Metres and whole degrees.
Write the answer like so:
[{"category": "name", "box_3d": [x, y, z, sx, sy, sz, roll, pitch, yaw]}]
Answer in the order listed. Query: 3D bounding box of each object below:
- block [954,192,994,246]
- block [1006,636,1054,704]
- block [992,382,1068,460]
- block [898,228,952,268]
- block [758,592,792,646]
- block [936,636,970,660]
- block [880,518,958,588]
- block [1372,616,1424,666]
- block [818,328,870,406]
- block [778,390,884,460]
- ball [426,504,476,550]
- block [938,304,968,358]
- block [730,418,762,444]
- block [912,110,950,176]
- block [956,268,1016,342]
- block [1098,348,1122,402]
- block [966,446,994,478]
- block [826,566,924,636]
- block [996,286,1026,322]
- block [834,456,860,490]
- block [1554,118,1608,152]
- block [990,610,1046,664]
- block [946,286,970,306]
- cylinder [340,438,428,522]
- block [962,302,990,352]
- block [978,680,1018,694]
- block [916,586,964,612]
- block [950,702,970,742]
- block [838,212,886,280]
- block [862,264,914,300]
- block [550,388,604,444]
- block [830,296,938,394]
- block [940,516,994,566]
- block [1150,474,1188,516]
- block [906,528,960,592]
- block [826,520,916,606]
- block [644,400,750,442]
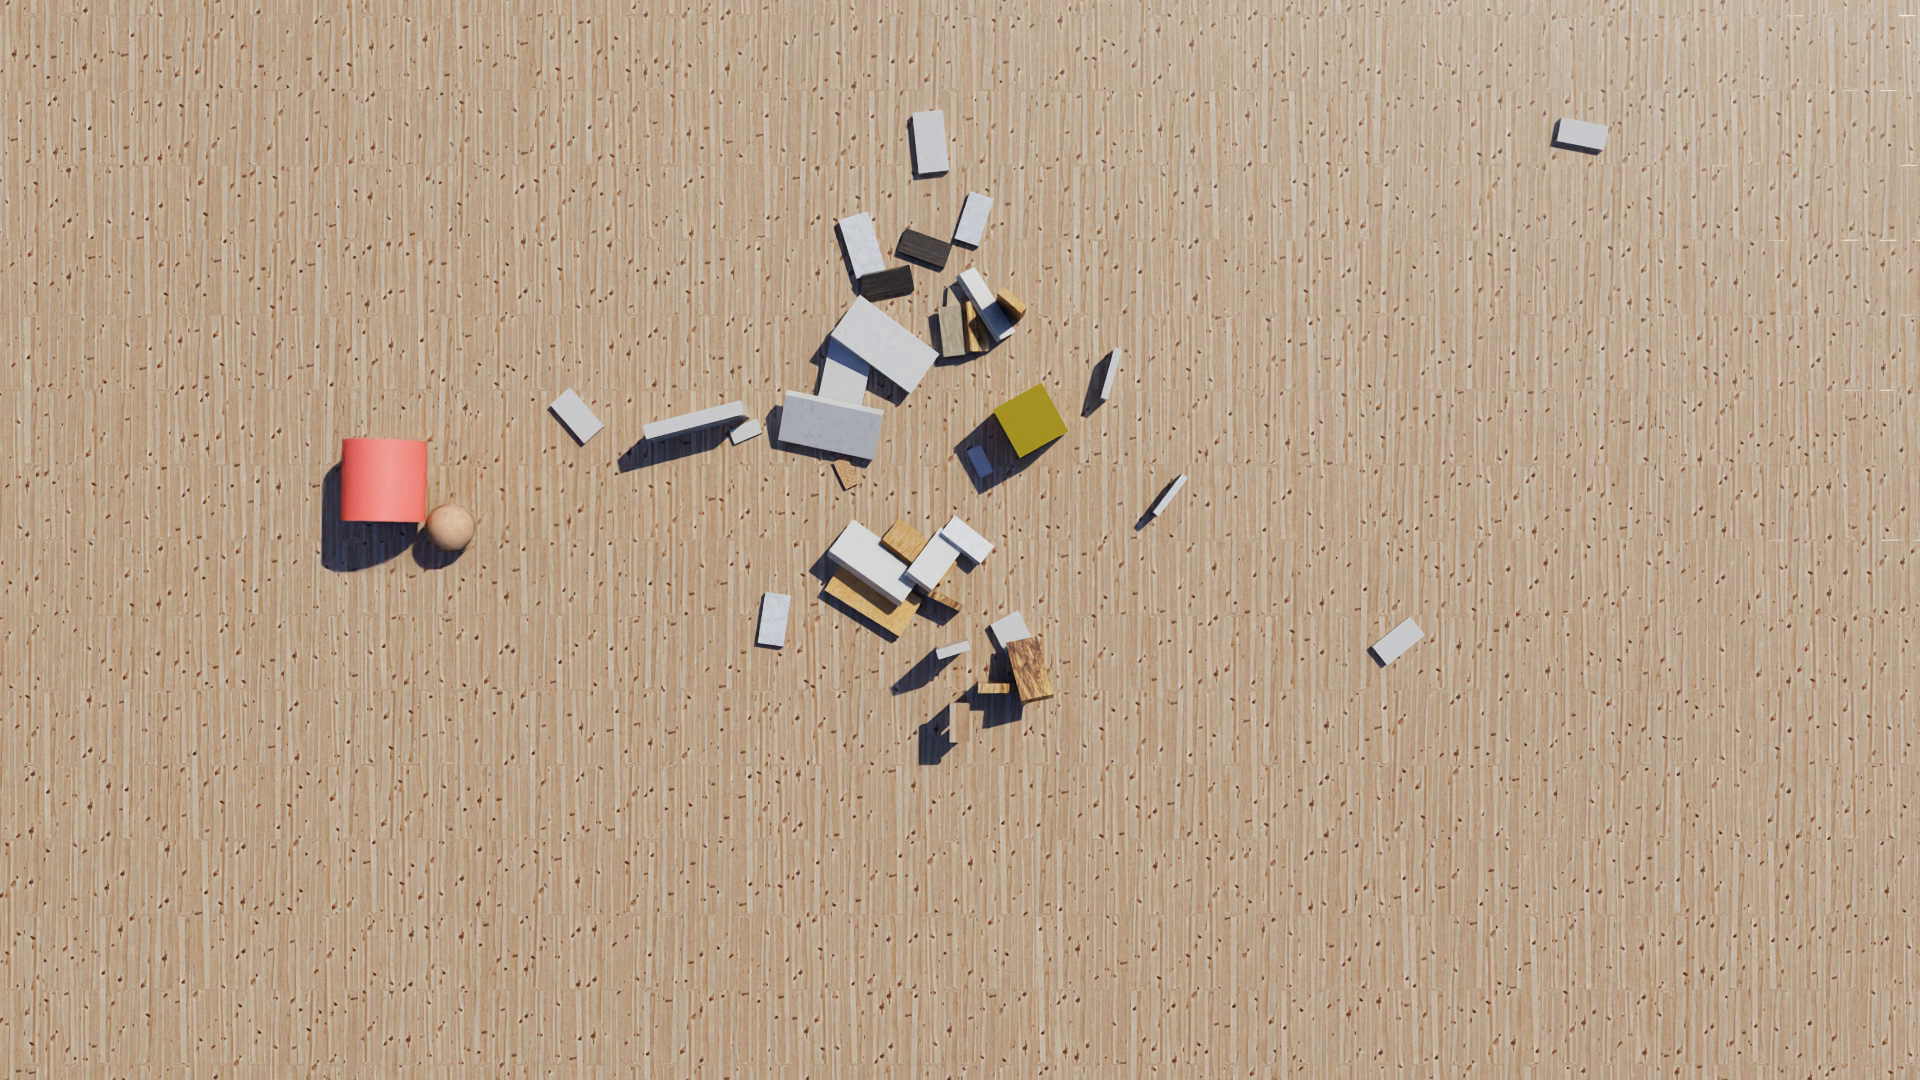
[{"category": "block", "box_3d": [0.047, -1.067, 5.488, 0.082, 0.023, 0.165, 18, 90, 0]}, {"category": "block", "box_3d": [0.227, 0.426, 5.400, 0.108, 0.030, 0.215, -11, 60, -6]}, {"category": "block", "box_3d": [0.228, -0.386, 5.411, 0.179, 0.179, 0.179, -29, 90, 0]}, {"category": "block", "box_3d": [-0.116, -0.971, 5.488, 0.164, 0.023, 0.082, 20, 90, 0]}, {"category": "block", "box_3d": [-0.616, 0.263, 5.488, 0.086, 0.024, 0.171, 8, 90, 0]}, {"category": "block", "box_3d": [-0.021, 0.353, 5.392, 0.108, 0.215, 0.030, -17, 90, 0]}, {"category": "block", "box_3d": [-0.136, 0.042, 5.461, 0.243, 0.029, 0.104, 38, 60, 0]}, {"category": "block", "box_3d": [1.457, 0.335, 5.489, 0.159, 0.023, 0.080, -39, 90, 0]}, {"category": "block", "box_3d": [-0.379, -0.546, 5.479, 0.147, 0.042, 0.293, 12, 90, 0]}, {"category": "block", "box_3d": [-0.425, -0.379, 5.445, 0.325, 0.046, 0.162, 12, 115, 0]}, {"category": "ball", "box_3d": [-1.675, -0.042, 5.422, 0.156, 0.156, 0.156, 0, 90, 0]}, {"category": "block", "box_3d": [-0.022, -0.692, 5.465, 0.082, 0.023, 0.165, -7, 90, 0]}, {"category": "block", "box_3d": [-0.713, -0.362, 5.493, 0.100, 0.014, 0.050, -23, 90, 0]}, {"category": "block", "box_3d": [-0.097, -1.322, 5.486, 0.101, 0.029, 0.202, -6, 90, 0]}, {"category": "block", "box_3d": [0.085, -0.779, 5.463, 0.082, 0.023, 0.254, -32, 90, -44]}, {"category": "block", "box_3d": [0.497, -0.547, 5.457, 0.024, 0.086, 0.171, 15, 90, 0]}, {"category": "block", "box_3d": [0.067, -0.262, 5.493, 0.050, 0.014, 0.100, -26, 90, 0]}, {"category": "block", "box_3d": [-0.285, 0.181, 5.479, 0.293, 0.042, 0.147, 32, 90, 0]}, {"category": "block", "box_3d": [0.168, -0.772, 5.399, 0.101, 0.202, 0.029, 40, 90, 0]}, {"category": "block", "box_3d": [-0.379, -0.224, 5.493, 0.050, 0.014, 0.100, -25, 90, 0]}, {"category": "block", "box_3d": [2.069, -1.349, 5.489, 0.159, 0.023, 0.080, 11, 90, 0]}, {"category": "block", "box_3d": [0.194, 0.349, 5.485, 0.104, 0.029, 0.207, -27, 90, 0]}, {"category": "block", "box_3d": [-0.004, -0.761, 5.488, 0.082, 0.023, 0.165, 4, 90, 0]}, {"category": "cylinder", "box_3d": [-1.873, -0.192, 5.370, 0.261, 0.261, 0.261, 1, 90, 0]}, {"category": "block", "box_3d": [0.051, -0.706, 5.465, 0.082, 0.023, 0.164, -6, 90, -40]}, {"category": "block", "box_3d": [0.167, 0.485, 5.446, 0.215, 0.108, 0.030, 0, 90, 0]}, {"category": "block", "box_3d": [-0.067, 0.190, 5.459, 0.165, 0.082, 0.023, 25, 90, 0]}, {"category": "block", "box_3d": [-0.001, 0.593, 5.364, 0.063, 0.018, 0.127, 0, 90, 0]}, {"category": "block", "box_3d": [-0.324, -0.979, 5.486, 0.101, 0.029, 0.203, -17, 90, 0]}, {"category": "block", "box_3d": [-0.239, -0.855, 5.473, 0.164, 0.023, 0.082, -12, 113, 0]}, {"category": "block", "box_3d": [-1.272, -0.414, 5.488, 0.086, 0.024, 0.171, -41, 90, 0]}, {"category": "block", "box_3d": [-0.249, -0.643, 5.442, 0.325, 0.046, 0.162, 36, 85, -10]}, {"category": "block", "box_3d": [0.022, 0.002, 5.470, 0.165, 0.023, 0.082, 38, 61, 0]}, {"category": "block", "box_3d": [0.692, -0.148, 5.460, 0.023, 0.080, 0.159, 37, 90, 0]}, {"category": "block", "box_3d": [-0.082, 0.066, 5.436, 0.104, 0.029, 0.207, 37, 60, -1]}, {"category": "block", "box_3d": [-0.277, 0.076, 5.443, 0.293, 0.042, 0.147, 35, 60, 1]}, {"category": "block", "box_3d": [-0.863, -0.389, 5.419, 0.325, 0.162, 0.046, -14, 90, 0]}]
